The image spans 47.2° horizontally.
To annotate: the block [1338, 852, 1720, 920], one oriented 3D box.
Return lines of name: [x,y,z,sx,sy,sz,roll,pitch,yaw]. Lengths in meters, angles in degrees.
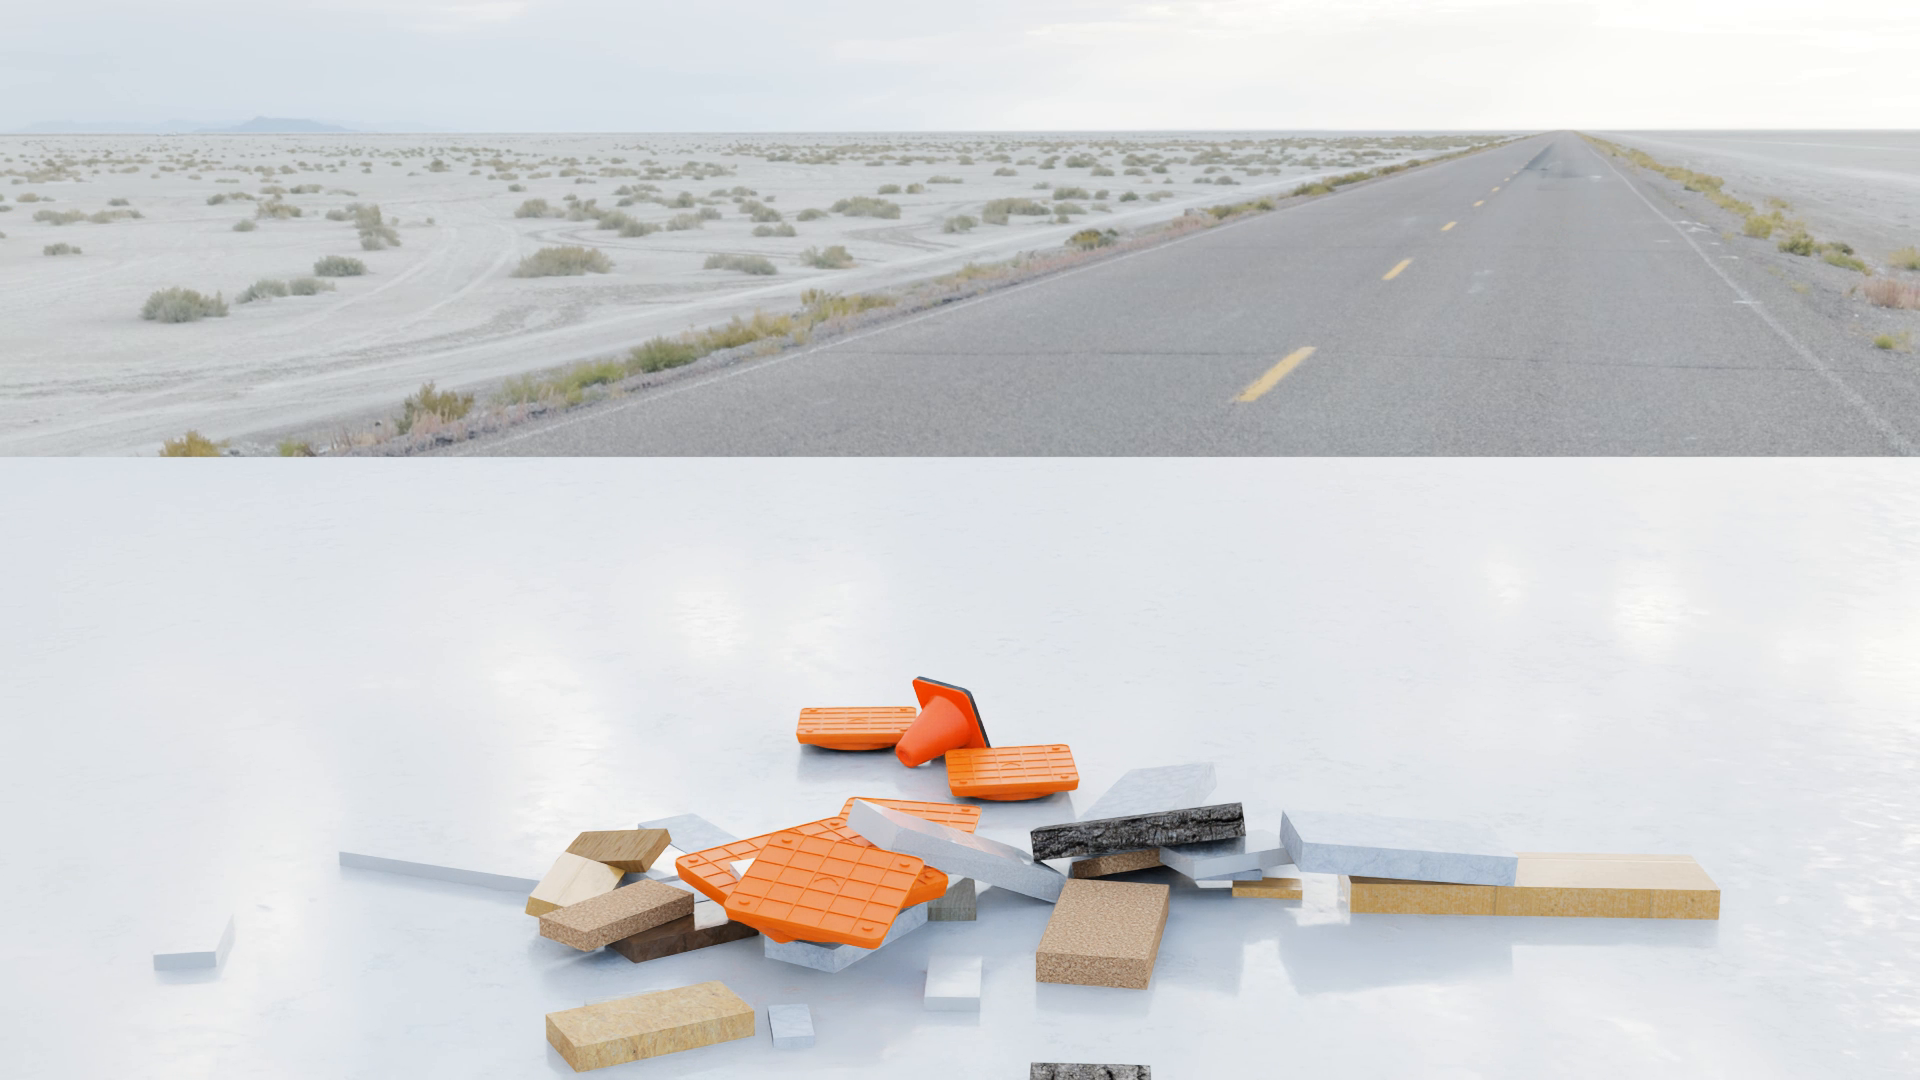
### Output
block: [0.934,0.569,3.645,0.590,0.050,0.176,1,11,3]

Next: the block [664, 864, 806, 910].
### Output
block: [-0.402,0.584,3.616,0.272,0.031,0.111,-6,12,-29]

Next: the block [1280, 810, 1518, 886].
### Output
block: [0.719,0.506,3.625,0.352,0.050,0.176,4,10,-4]

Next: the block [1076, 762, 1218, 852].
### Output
block: [0.338,0.486,4.010,0.167,0.047,0.393,-8,7,22]

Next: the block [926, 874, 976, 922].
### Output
block: [-0.015,0.588,3.618,0.080,0.023,0.160,0,11,-1]

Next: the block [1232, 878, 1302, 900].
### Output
block: [0.513,0.581,3.674,0.115,0.016,0.058,1,11,7]

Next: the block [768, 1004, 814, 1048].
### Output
block: [-0.239,0.686,3.107,0.057,0.016,0.114,-2,11,-9]

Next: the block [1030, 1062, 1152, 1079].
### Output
block: [0.172,0.720,2.908,0.160,0.023,0.080,1,11,3]

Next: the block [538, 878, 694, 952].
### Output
block: [-0.535,0.585,3.440,0.111,0.031,0.221,8,14,40]

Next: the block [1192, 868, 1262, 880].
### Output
block: [0.448,0.558,3.709,0.115,0.016,0.058,0,9,-2]

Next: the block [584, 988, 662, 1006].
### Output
block: [-0.480,0.673,3.175,0.114,0.016,0.057,-4,11,-21]

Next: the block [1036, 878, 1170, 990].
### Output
block: [0.227,0.610,3.430,0.167,0.047,0.334,2,11,11]

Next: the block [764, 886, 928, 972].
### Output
block: [-0.176,0.610,3.461,0.131,0.037,0.261,6,12,31]

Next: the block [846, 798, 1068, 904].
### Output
block: [-0.005,0.511,3.612,0.334,0.047,0.167,21,-1,-29]

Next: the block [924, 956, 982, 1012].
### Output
block: [-0.009,0.656,3.253,0.080,0.023,0.160,0,11,2]

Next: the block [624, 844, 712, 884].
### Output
block: [-0.526,0.557,3.765,0.108,0.031,0.217,-8,13,-35]

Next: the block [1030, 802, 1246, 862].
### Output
block: [0.303,0.491,3.708,0.352,0.050,0.176,-8,-6,6]

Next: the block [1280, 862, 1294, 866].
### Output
block: [0.513,0.538,3.732,0.115,0.016,0.058,-3,10,-20]

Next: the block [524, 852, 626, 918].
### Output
block: [-0.626,0.574,3.591,0.108,0.031,0.217,17,12,1]

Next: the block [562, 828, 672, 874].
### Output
block: [-0.591,0.531,3.750,0.182,0.026,0.091,-6,26,28]

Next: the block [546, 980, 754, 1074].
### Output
block: [-0.434,0.680,3.084,0.261,0.037,0.131,-6,12,-28]

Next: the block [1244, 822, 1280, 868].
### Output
block: [0.491,0.532,3.902,0.209,0.030,0.104,9,14,40]

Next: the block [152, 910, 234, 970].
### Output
block: [-1.192,0.622,3.425,0.091,0.026,0.182,-2,11,-10]

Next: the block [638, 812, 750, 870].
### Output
block: [-0.471,0.534,3.883,0.111,0.031,0.221,-7,13,-33]

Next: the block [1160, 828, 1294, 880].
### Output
block: [0.450,0.524,3.674,0.209,0.030,0.104,-4,10,-27]

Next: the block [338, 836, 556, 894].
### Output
block: [-0.859,0.558,3.770,0.429,0.026,0.091,4,11,22]

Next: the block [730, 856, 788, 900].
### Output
block: [-0.314,0.527,3.429,0.057,0.016,0.114,-6,17,-23]

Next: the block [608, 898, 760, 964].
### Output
block: [-0.438,0.613,3.462,0.217,0.031,0.108,-7,13,-34]

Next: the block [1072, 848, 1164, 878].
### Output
block: [0.308,0.544,3.737,0.209,0.030,0.104,-5,-10,-25]
